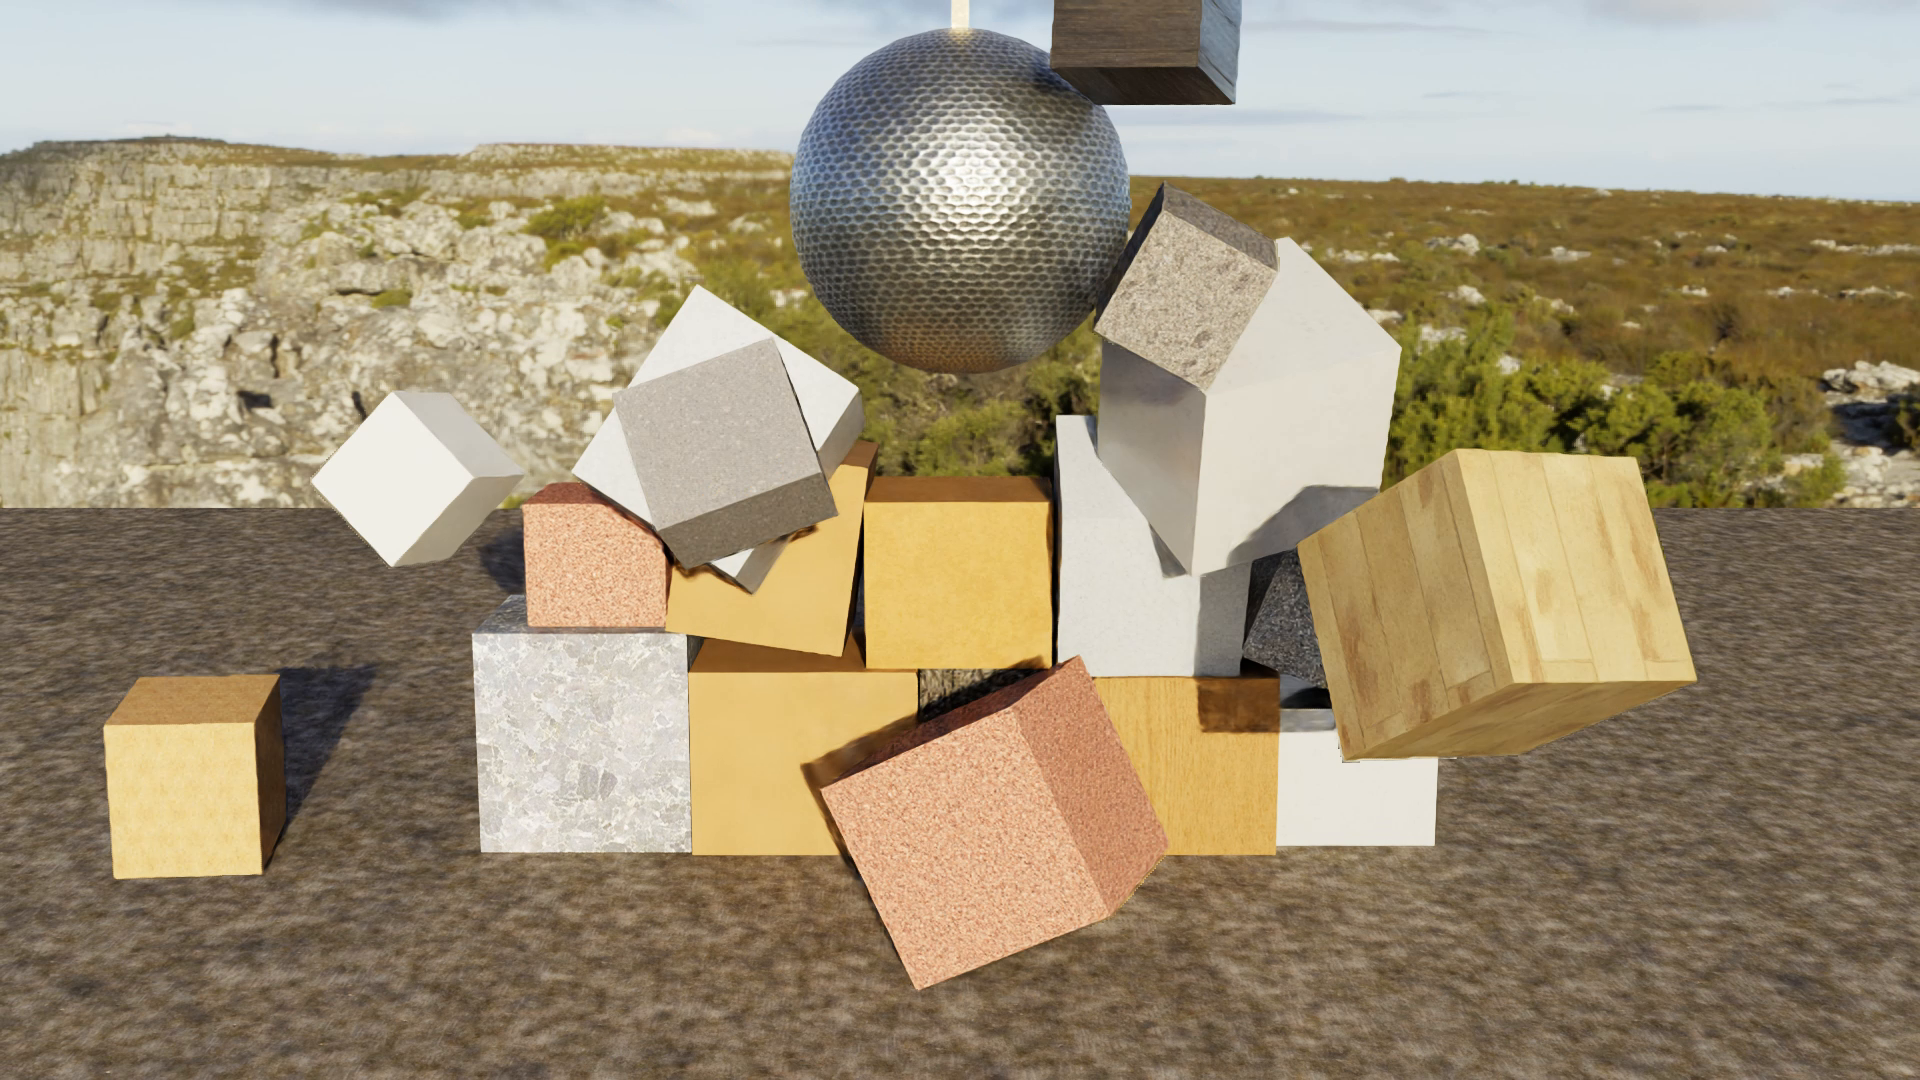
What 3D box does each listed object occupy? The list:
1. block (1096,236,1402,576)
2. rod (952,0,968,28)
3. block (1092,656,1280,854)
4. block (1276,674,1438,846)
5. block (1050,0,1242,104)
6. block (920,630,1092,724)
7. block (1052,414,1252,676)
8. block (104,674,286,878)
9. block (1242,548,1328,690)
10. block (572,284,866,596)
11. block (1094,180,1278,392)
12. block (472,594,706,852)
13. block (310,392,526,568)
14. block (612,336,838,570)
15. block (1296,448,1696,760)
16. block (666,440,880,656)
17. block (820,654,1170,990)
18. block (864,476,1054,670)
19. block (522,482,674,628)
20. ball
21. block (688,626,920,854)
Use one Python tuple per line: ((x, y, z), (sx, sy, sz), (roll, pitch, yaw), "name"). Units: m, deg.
((1.287, -0.624, 10.063), (0.950, 0.997, 0.989), (-15, 42, -17), "block")
((0.000, -4.959, 10.004), (0.080, 5.200, 0.080), (0, 4, 0), "rod")
((1.114, 1.028, 11.379), (0.915, 0.907, 1.048), (0, 10, 0), "block")
((1.986, 1.128, 11.385), (0.813, 0.708, 0.728), (0, 10, 0), "block")
((0.820, -2.286, 9.491), (0.642, 0.659, 0.675), (4, -1, 20), "block")
((0.229, 1.015, 11.370), (0.845, 0.935, 0.860), (0, 10, 0), "block")
((0.924, 0.025, 10.840), (0.899, 0.979, 0.838), (0, 38, 0), "block")
((-3.758, 1.154, 10.868), (0.683, 0.769, 0.768), (-1, 14, -8), "block")
((1.862, 0.308, 11.229), (0.780, 0.724, 0.801), (21, 9, -6), "block")
((-1.071, -0.428, 10.082), (0.850, 0.990, 1.029), (33, -5, 2), "block")
((0.934, -1.060, 9.121), (0.533, 0.573, 0.529), (28, 22, -5), "block")
((-1.869, 0.926, 11.354), (1.051, 1.117, 0.946), (0, 10, 0), "block")
((-2.634, -0.304, 10.744), (0.579, 0.603, 0.631), (46, 10, 6), "block")
((-0.948, -0.343, 9.003), (0.684, 0.599, 0.661), (-20, -14, -2), "block")
((2.030, 0.267, 8.436), (0.902, 0.890, 0.982), (1, -21, -29), "block")
((-0.935, -0.031, 11.159), (0.877, 0.945, 0.922), (8, 10, 0), "block")
((0.174, 1.195, 9.459), (0.941, 0.934, 0.967), (-25, 0, 22), "block")
((0.004, 0.151, 11.192), (0.920, 0.832, 0.847), (0, 10, 1), "block")
((-1.797, 0.066, 11.204), (0.695, 0.621, 0.669), (0, 10, 1), "block")
((0.000, -1.569, 10.262), (1.600, 1.600, 1.600), (0, 10, 0), "ball")
((-0.771, 1.016, 11.373), (1.120, 0.932, 1.041), (0, 10, 0), "block")
